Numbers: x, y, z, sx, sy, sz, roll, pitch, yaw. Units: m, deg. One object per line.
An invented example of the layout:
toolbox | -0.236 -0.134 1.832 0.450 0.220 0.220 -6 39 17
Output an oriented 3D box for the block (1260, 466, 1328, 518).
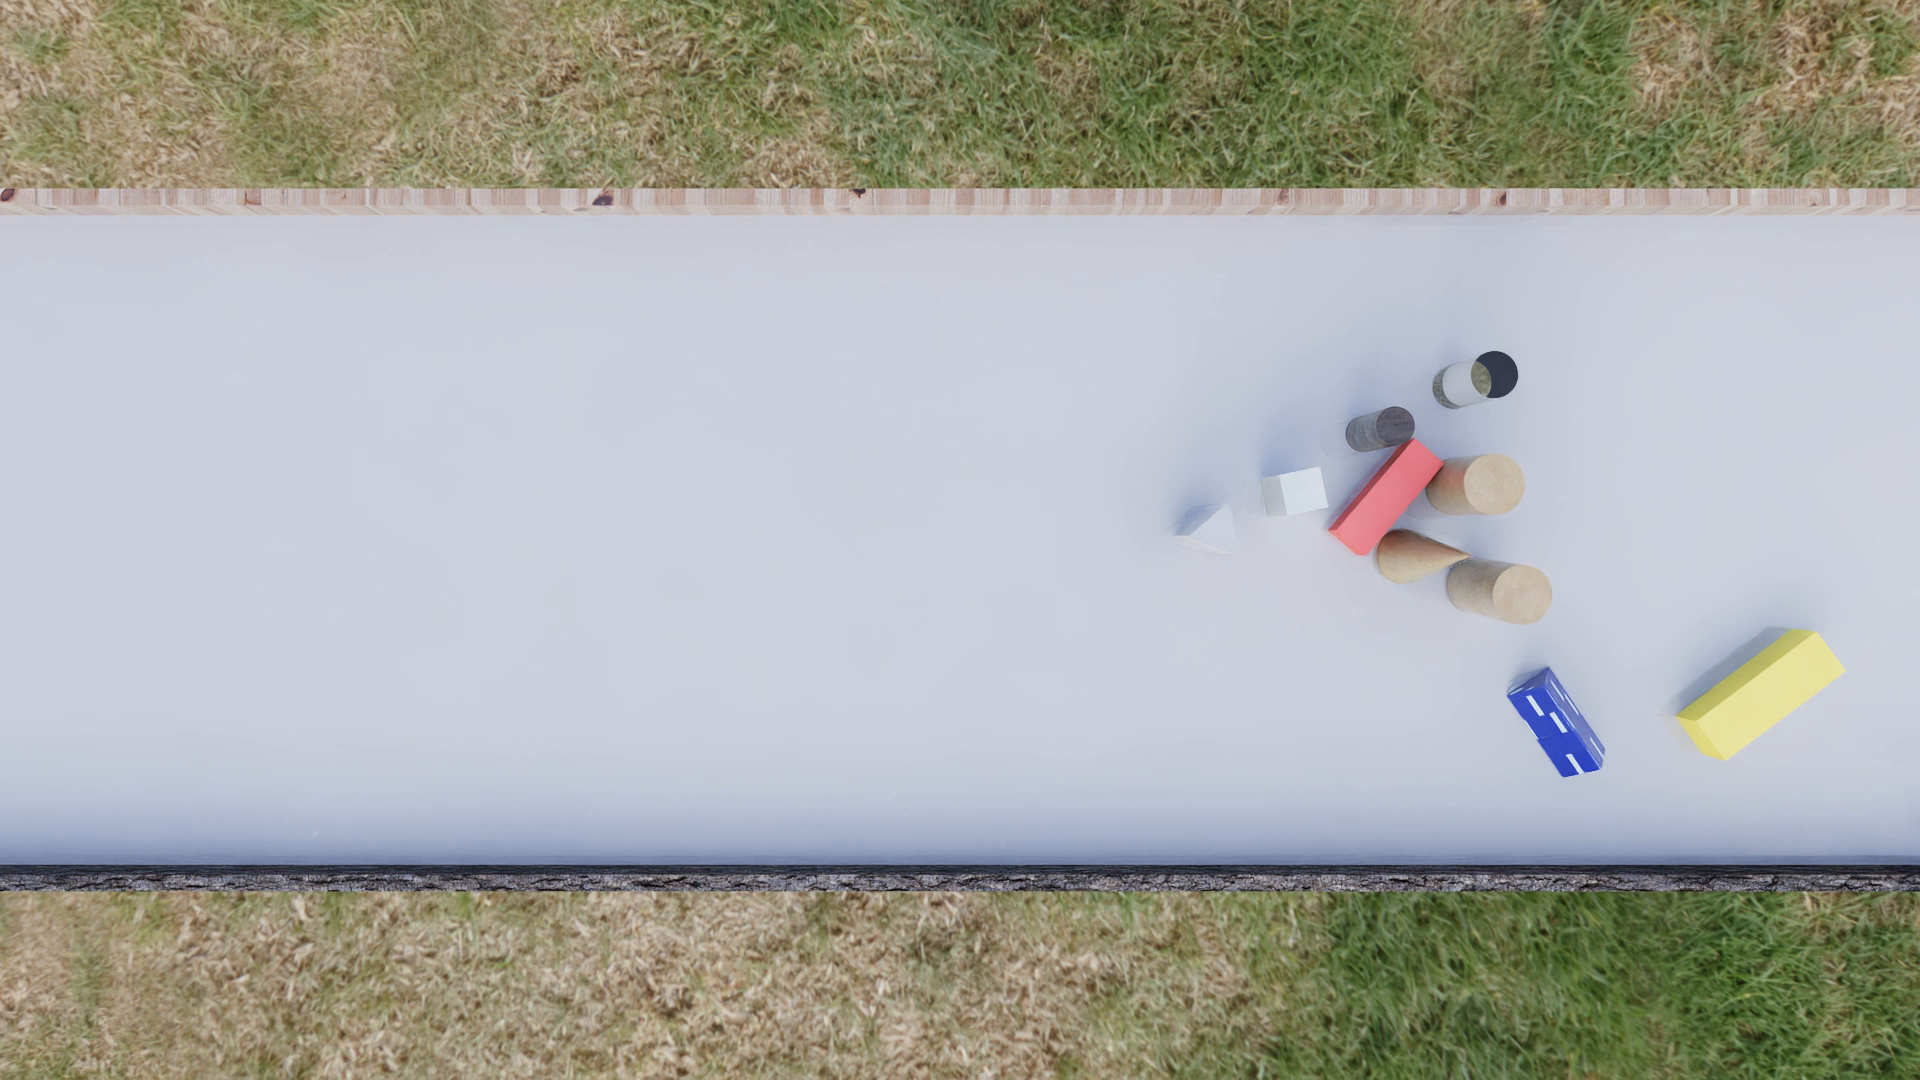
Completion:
block | 0.993 -0.141 4.921 0.120 0.312 0.120 -12 90 0

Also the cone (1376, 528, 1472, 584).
cone | 1.397 0.046 4.846 0.170 0.436 0.170 0 89 -11

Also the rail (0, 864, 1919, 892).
rail | -2.247 1.025 5.001 12.000 0.150 0.050 0 90 0

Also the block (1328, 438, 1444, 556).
block | 1.295 -0.130 5.018 0.118 0.118 0.364 40 90 0

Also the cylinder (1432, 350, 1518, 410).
cylinder | 1.522 -0.471 4.886 0.136 0.381 0.136 0 90 0

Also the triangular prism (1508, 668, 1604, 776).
triangular prism | 1.833 0.560 5.006 0.154 0.133 0.305 -34 90 0

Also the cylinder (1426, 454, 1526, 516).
cylinder | 1.521 -0.161 4.885 0.176 0.381 0.176 0 91 0

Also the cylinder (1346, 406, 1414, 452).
cylinder | 1.242 -0.326 4.890 0.111 0.374 0.111 0 90 0

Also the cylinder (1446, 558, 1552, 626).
cylinder | 1.586 0.148 4.868 0.171 0.411 0.171 0 92 -2

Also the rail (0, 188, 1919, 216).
rail | -2.247 -1.025 5.002 12.000 0.150 0.050 0 90 0

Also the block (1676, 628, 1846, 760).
block | 2.425 0.467 5.003 0.450 0.148 0.148 -37 90 0

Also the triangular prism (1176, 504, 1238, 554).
triangular prism | 0.751 -0.045 4.911 0.147 0.330 0.127 19 90 0
